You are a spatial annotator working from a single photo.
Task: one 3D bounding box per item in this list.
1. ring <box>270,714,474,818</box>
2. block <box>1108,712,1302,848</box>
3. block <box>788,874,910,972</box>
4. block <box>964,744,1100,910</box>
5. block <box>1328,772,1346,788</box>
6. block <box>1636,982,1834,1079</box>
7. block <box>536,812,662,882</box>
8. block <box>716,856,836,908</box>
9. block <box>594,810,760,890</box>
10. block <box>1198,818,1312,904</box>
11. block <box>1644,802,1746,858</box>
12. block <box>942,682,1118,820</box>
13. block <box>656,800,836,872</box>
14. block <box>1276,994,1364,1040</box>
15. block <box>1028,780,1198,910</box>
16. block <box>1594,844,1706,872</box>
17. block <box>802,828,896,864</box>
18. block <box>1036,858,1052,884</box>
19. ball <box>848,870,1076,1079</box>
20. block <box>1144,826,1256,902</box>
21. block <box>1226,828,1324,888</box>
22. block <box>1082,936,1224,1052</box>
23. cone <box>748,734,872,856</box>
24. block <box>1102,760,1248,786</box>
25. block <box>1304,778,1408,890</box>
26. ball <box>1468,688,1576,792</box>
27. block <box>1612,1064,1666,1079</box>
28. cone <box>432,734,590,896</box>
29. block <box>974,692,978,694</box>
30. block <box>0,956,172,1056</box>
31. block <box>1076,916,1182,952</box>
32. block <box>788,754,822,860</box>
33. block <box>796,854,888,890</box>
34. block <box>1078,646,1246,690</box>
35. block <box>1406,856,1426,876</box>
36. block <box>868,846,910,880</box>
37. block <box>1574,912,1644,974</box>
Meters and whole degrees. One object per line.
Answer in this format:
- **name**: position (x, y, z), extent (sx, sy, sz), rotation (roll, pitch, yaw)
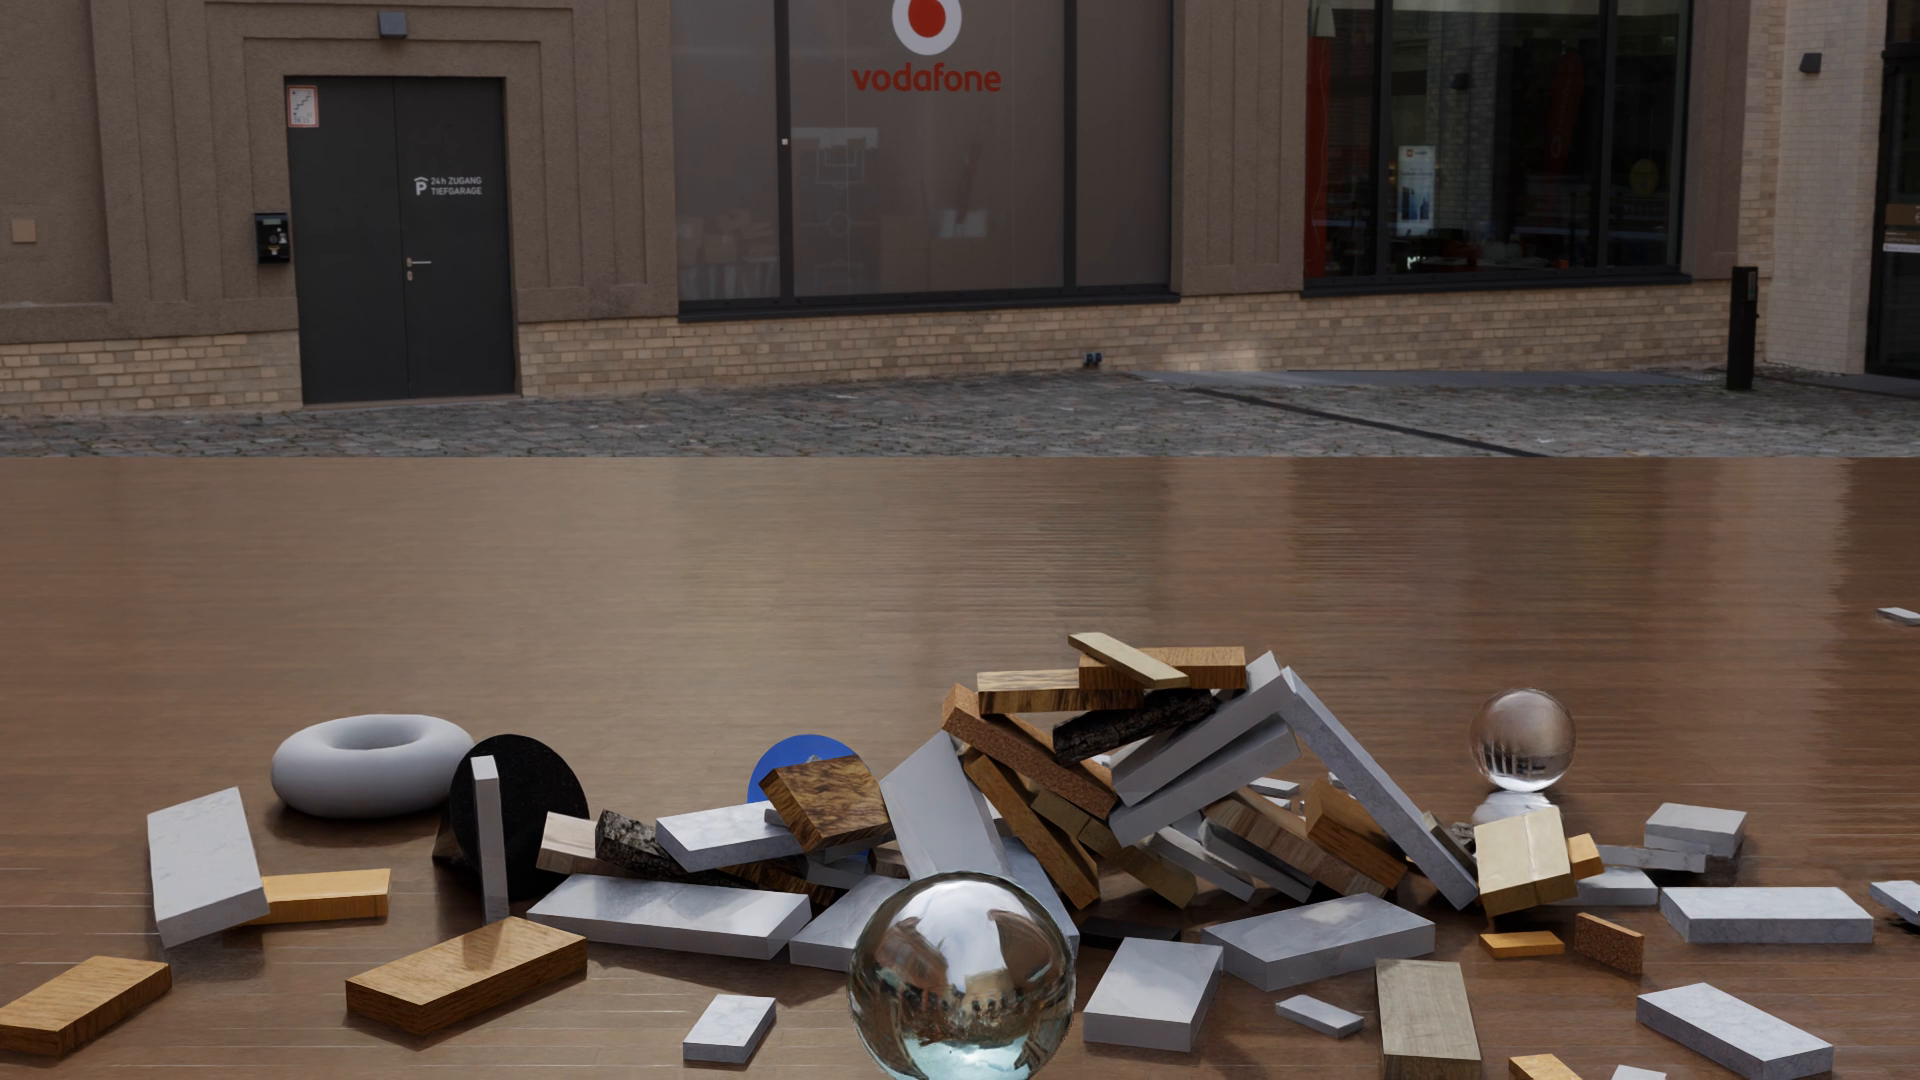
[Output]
- **ring**: position (-1.113, 0.429, 4.188), extent (0.385, 0.128, 0.385), rotation (0, 11, 0)
- **block**: position (0.393, 0.381, 3.574), extent (0.323, 0.046, 0.162), rotation (-29, 10, 9)
- **block**: position (-0.142, 0.601, 3.449), extent (0.137, 0.039, 0.274), rotation (3, 15, 24)
- **block**: position (0.119, 0.460, 3.639), extent (0.043, 0.304, 0.152), rotation (-38, 8, 7)
- **block**: position (0.775, 0.468, 4.286), extent (0.106, 0.015, 0.053), rotation (1, 11, 3)
- **block**: position (1.075, 0.685, 3.062), extent (0.123, 0.035, 0.247), rotation (-5, 12, -24)
- **block**: position (-0.564, 0.527, 3.660), extent (0.267, 0.038, 0.134), rotation (14, 17, -10)
- **block**: position (-0.314, 0.542, 3.624), extent (0.211, 0.030, 0.105), rotation (22, 5, -17)
- **block**: position (-0.463, 0.522, 3.586), extent (0.267, 0.038, 0.134), rotation (22, 8, -14)
- **block**: position (0.489, 0.533, 3.653), extent (0.191, 0.027, 0.095), rotation (29, 8, -7)
- **block**: position (1.298, 0.509, 3.874), extent (0.144, 0.041, 0.288), rotation (5, 3, 24)
- **block**: position (0.113, 0.346, 3.621), extent (0.304, 0.043, 0.152), rotation (30, 10, -6)
- **block**: position (-0.344, 0.475, 3.571), extent (0.267, 0.038, 0.134), rotation (-6, 19, -30)
- **block**: position (0.513, 0.680, 3.140), extent (0.058, 0.016, 0.115), rotation (-9, 14, -40)
- **block**: position (0.252, 0.487, 3.652), extent (0.304, 0.043, 0.152), rotation (34, 9, -5)
- **block**: position (1.148, 0.539, 3.746), extent (0.213, 0.030, 0.107), rotation (5, -6, 7)
- **block**: position (-0.189, 0.488, 3.693), extent (0.105, 0.030, 0.211), rotation (18, 20, 39)
- **block**: position (0.067, 0.550, 3.638), extent (0.167, 0.024, 0.084), rotation (12, 33, -4)
- **ball**: position (0.003, 0.584, 2.885), extent (0.299, 0.299, 0.299), rotation (0, 11, 0)
- **block**: position (0.398, 0.532, 3.664), extent (0.191, 0.027, 0.095), rotation (29, 10, -4)
- **block**: position (0.531, 0.517, 3.700), extent (0.191, 0.027, 0.095), rotation (34, 9, 21)
- **block**: position (0.284, 0.656, 3.195), extent (0.151, 0.043, 0.302), rotation (3, 11, 15)
- **cone**: position (-0.307, 0.495, 3.869), extent (0.254, 0.254, 0.254), rotation (-6, -14, -31)
- **block**: position (0.396, 0.448, 4.057), extent (0.162, 0.046, 0.325), rotation (15, 4, 28)
- **block**: position (0.671, 0.496, 3.747), extent (0.163, 0.046, 0.327), rotation (32, 8, 5)
- **ball**: position (1.080, 0.385, 4.225), extent (0.199, 0.199, 0.199), rotation (0, 11, 0)
- **block**: position (0.885, 0.726, 2.888), extent (0.062, 0.018, 0.124), rotation (5, 12, 27)
- **cone**: position (-0.832, 0.507, 3.775), extent (0.278, 0.278, 0.278), rotation (-26, -9, 40)
- **block**: position (0.050, 0.355, 4.885), extent (0.062, 0.018, 0.124), rotation (7, 13, 35)
- **block**: position (-1.267, 0.666, 3.159), extent (0.129, 0.037, 0.258), rotation (3, 11, 15)
- **block**: position (0.261, 0.621, 3.443), extent (0.152, 0.022, 0.076), rotation (5, 11, 23)
- **block**: position (-0.260, 0.460, 3.741), extent (0.024, 0.086, 0.173), rotation (-33, 22, 56)
- **block**: position (-0.160, 0.553, 3.649), extent (0.211, 0.030, 0.105), rotation (12, 7, -15)
- **block**: position (0.330, 0.208, 3.582), extent (0.265, 0.038, 0.133), rotation (-1, 10, 6)
- **block**: position (0.803, 0.559, 3.792), extent (0.058, 0.017, 0.117), rotation (-8, 13, -38)
- **block**: position (-0.065, 0.547, 3.661), extent (0.167, 0.024, 0.084), rotation (12, 7, -12)
- **block**: position (0.992, 0.616, 3.365), extent (0.017, 0.059, 0.118), rotation (-7, 12, -32)
